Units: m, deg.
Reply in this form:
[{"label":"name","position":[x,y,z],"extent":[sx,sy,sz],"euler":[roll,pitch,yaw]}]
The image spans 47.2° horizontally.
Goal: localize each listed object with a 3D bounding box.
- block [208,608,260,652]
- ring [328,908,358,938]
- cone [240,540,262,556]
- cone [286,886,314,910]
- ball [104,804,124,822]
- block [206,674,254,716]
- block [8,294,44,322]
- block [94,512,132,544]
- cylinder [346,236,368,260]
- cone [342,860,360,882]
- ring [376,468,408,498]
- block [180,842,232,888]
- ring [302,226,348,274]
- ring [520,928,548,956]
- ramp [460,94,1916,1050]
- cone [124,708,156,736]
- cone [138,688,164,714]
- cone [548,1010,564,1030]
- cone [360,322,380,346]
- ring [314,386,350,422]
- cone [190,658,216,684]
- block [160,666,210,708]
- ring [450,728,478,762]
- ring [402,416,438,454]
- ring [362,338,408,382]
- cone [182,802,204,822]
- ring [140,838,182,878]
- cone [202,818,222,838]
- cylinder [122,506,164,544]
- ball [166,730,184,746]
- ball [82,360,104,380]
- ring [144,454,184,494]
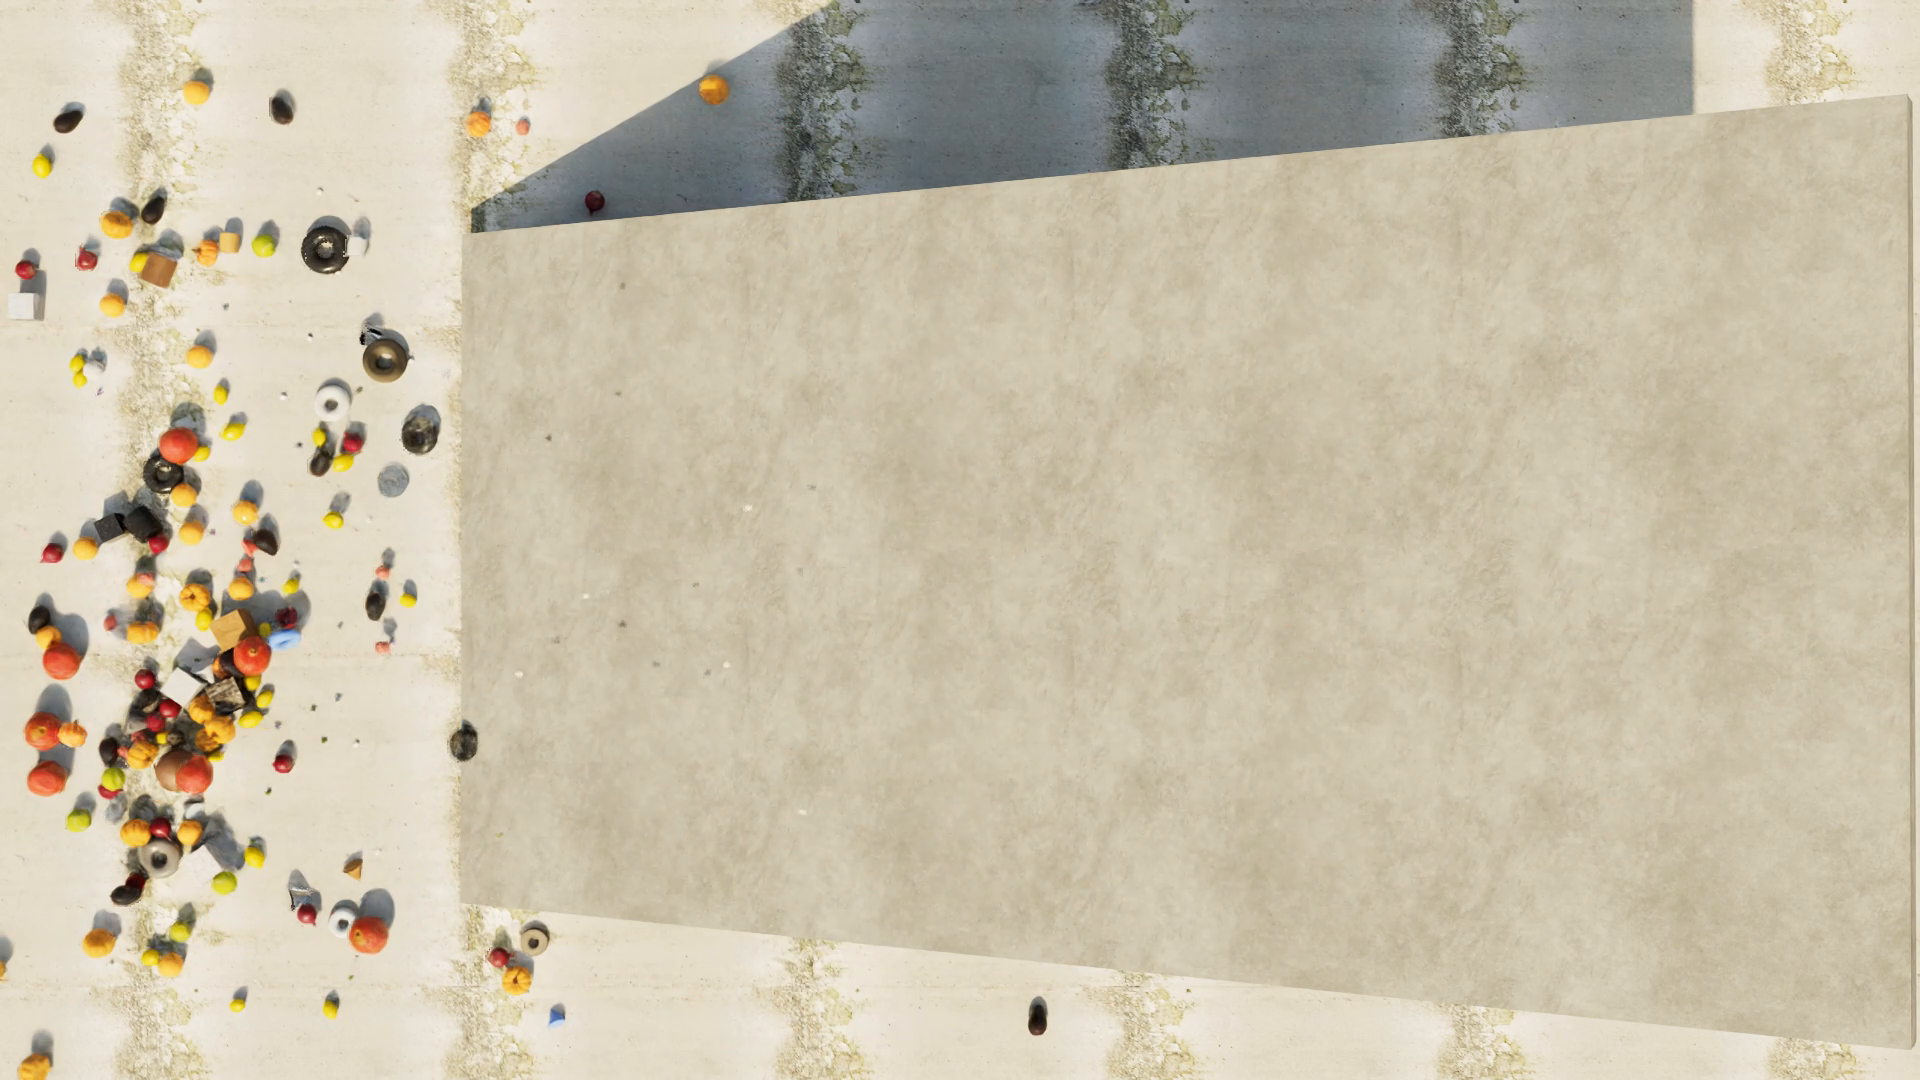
[{"label":"block","position":[-2.180,0.272,6.613],"extent":[0.096,0.096,0.096],"euler":[-28,90,0]},{"label":"ring","position":[-1.860,1.155,6.637],"extent":[0.094,0.031,0.094],"euler":[0,90,1]},{"label":"cone","position":[-2.135,0.012,6.651],"extent":[0.058,0.058,0.058],"euler":[-34,89,-27]},{"label":"cone","position":[-1.986,1.073,6.636],"extent":[0.076,0.076,0.076],"euler":[-12,89,-27]},{"label":"ball","position":[-2.549,0.824,6.628],"extent":[0.056,0.056,0.056],"euler":[0,89,0]},{"label":"block","position":[-2.194,0.468,6.613],"extent":[0.092,0.092,0.092],"euler":[-24,89,0]},{"label":"block","position":[-2.817,-0.701,6.632],"extent":[0.077,0.077,0.077],"euler":[1,89,0]},{"label":"block","position":[-2.555,-0.035,6.630],"extent":[0.069,0.069,0.069],"euler":[-25,89,0]},{"label":"cylinder","position":[-1.819,-0.882,6.632],"extent":[0.055,0.055,0.055],"euler":[14,77,0]},{"label":"cone","position":[-1.826,1.009,6.641],"extent":[0.059,0.059,0.059],"euler":[-20,116,0]},{"label":"ring","position":[-1.718,-0.173,6.650],"extent":[0.093,0.031,0.093],"euler":[0,88,1]},{"label":"block","position":[-2.266,0.975,6.608],"extent":[0.093,0.093,0.093],"euler":[-37,89,0]},{"label":"ring","position":[-1.918,-0.876,6.649],"extent":[0.147,0.049,0.147],"euler":[0,91,-1]},{"label":"ring","position":[-1.286,1.213,6.638],"extent":[0.087,0.029,0.087],"euler":[0,91,0]},{"label":"ramp","position":[0.271,0.075,5.631],"extent":[4.000,0.100,2.000],"euler":[0,89,30]},{"label":"cone","position":[-2.473,0.554,6.640],"extent":[0.083,0.083,0.083],"euler":[10,89,-27]},{"label":"cone","position":[-2.448,0.498,6.610],"extent":[0.083,0.083,0.083],"euler":[1,102,2]},{"label":"cone","position":[-1.229,1.439,6.638],"extent":[0.054,0.054,0.054],"euler":[-30,62,0]},{"label":"cone","position":[-1.798,-0.636,6.655],"extent":[0.068,0.068,0.068],"euler":[-33,63,0]},{"label":"ring","position":[-1.899,-0.412,6.650],"extent":[0.111,0.037,0.111],"euler":[0,89,1]},{"label":"cone","position":[-2.269,0.410,6.643],"extent":[0.078,0.078,0.078],"euler":[-25,116,0]},{"label":"block","position":[-2.330,0.441,6.616],"extent":[0.086,0.086,0.086],"euler":[35,90,0]},{"label":"ring","position":[-1.477,0.610,6.544],"extent":[0.098,0.033,0.098],"euler":[0,90,28]},{"label":"ring","position":[-1.633,-0.314,6.640],"extent":[0.116,0.039,0.116],"euler":[1,96,10]},{"label":"ring","position":[-1.739,-0.542,6.647],"extent":[0.135,0.045,0.135],"euler":[0,89,-1]},{"label":"cone","position":[-2.331,0.809,6.642],"extent":[0.062,0.062,0.062],"euler":[26,89,27]},{"label":"ring","position":[-2.412,0.959,6.634],"extent":[0.126,0.042,0.126],"euler":[0,89,-1]},{"label":"cone","position":[-2.262,0.862,6.643],"extent":[0.057,0.057,0.057],"euler":[-19,63,0]},{"label":"cylinder","position":[-2.461,-0.045,6.623],"extent":[0.083,0.083,0.083],"euler":[-41,90,0]},{"label":"ball","position":[-2.359,0.596,6.610],"extent":[0.052,0.052,0.052],"euler":[0,89,0]},{"label":"ball","position":[-2.618,-0.512,6.639],"extent":[0.059,0.059,0.059],"euler":[0,89,0]},{"label":"ring","position":[-2.407,-0.199,6.646],"extent":[0.123,0.041,0.123],"euler":[0,91,0]}]
